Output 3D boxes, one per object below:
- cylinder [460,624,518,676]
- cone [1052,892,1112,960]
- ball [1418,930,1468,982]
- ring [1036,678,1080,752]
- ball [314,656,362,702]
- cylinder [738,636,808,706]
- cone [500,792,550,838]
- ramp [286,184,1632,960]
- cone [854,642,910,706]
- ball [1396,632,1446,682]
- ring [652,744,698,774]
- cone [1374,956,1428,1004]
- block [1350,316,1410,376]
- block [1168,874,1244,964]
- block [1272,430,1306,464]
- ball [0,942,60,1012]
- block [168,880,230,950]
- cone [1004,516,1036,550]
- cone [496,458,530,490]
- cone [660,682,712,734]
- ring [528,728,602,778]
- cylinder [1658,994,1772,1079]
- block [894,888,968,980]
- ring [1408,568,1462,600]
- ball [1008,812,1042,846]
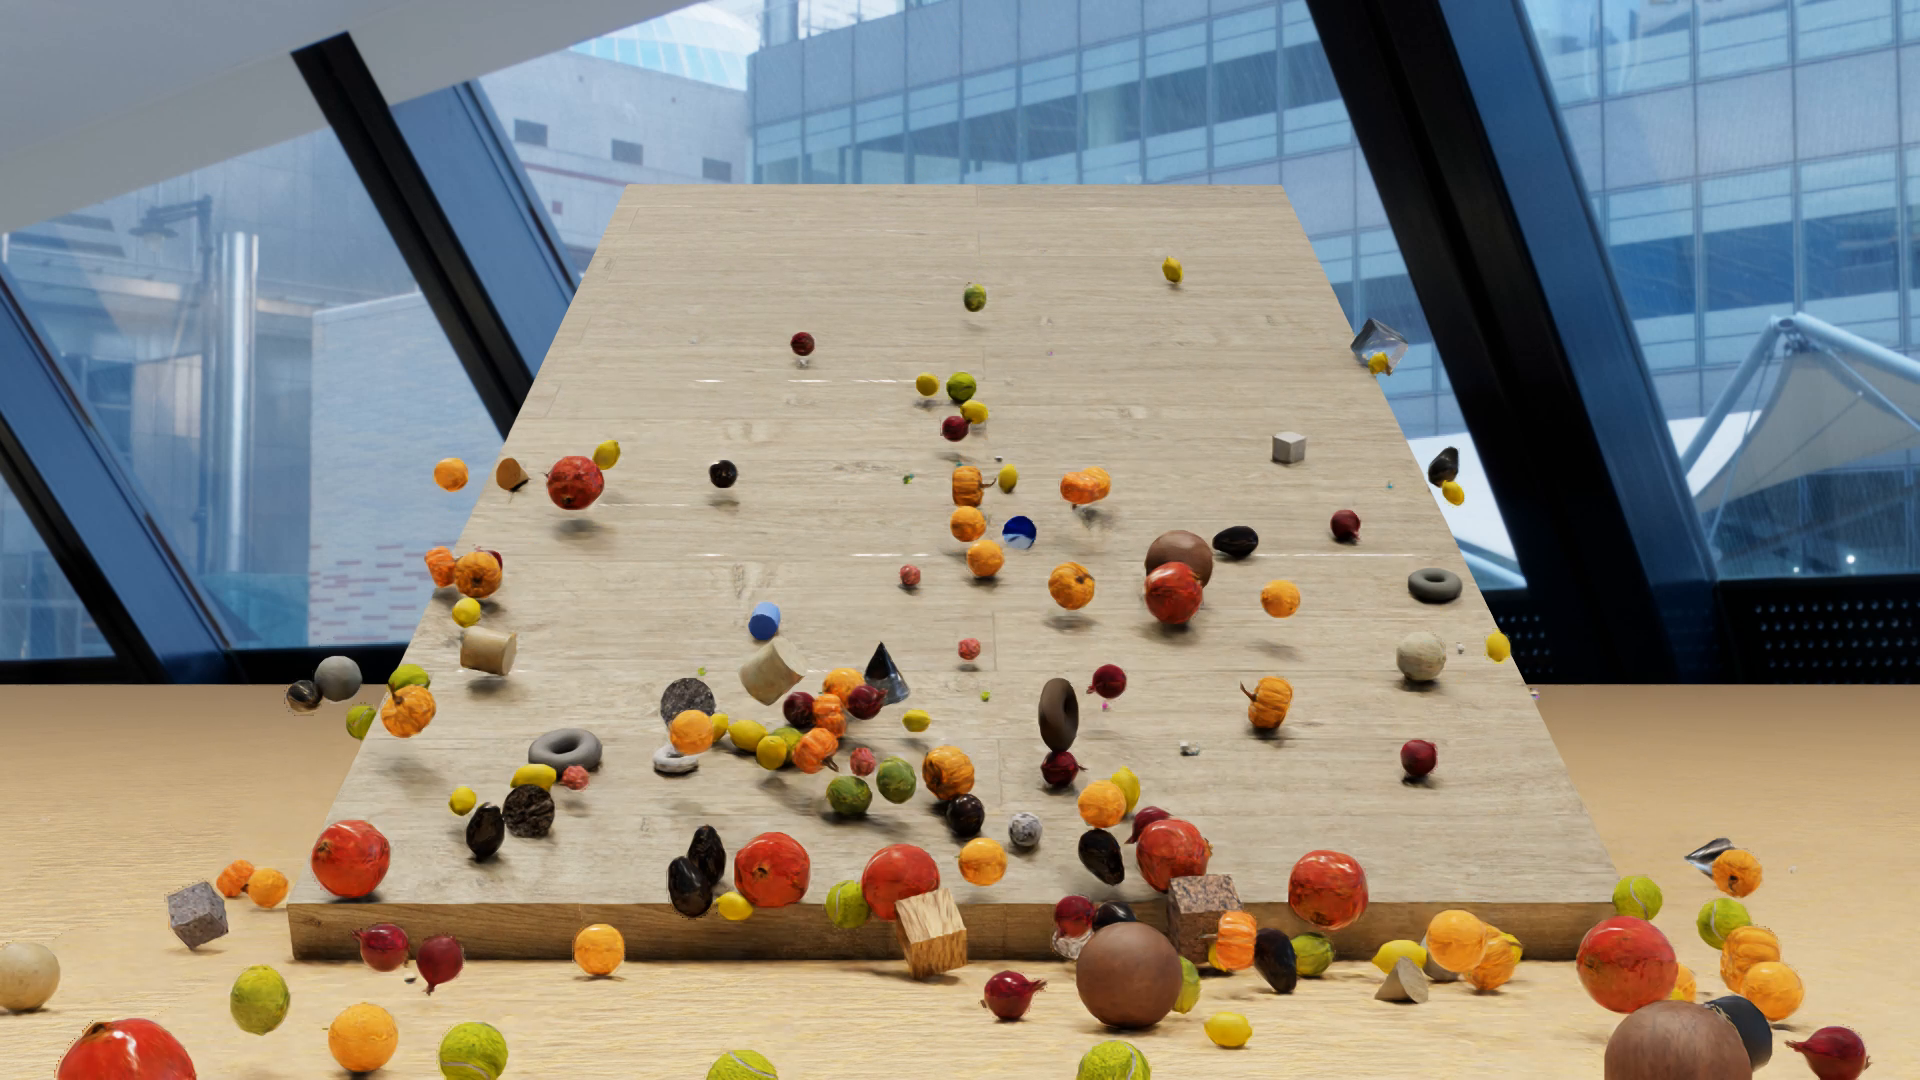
[{"bbox_3d":[-0.827,0.195,4.085,0.076,0.076,0.076,13,-2,6],"label":"cylinder"},{"bbox_3d":[0.177,0.543,3.351,0.087,0.087,0.087,0,26,0],"label":"cone"},{"bbox_3d":[0.675,0.581,3.252,0.070,0.070,0.070,0,-3,0],"label":"ball"},{"bbox_3d":[0.160,0.284,3.778,0.040,0.120,0.120,8,1,26],"label":"ring"},{"bbox_3d":[-1.104,0.245,4.128,0.082,0.082,0.082,0,-3,0],"label":"ball"},{"bbox_3d":[-0.313,0.219,3.898,0.084,0.084,0.084,-40,-17,16],"label":"cylinder"},{"bbox_3d":[-0.666,0.425,3.664,0.084,0.084,0.084,-1,12,16],"label":"cone"},{"bbox_3d":[-0.008,-0.228,5.304,2.000,0.100,4.000,0,24,0],"label":"ramp"},{"bbox_3d":[-0.136,0.220,4.049,0.100,0.100,0.100,0,24,0],"label":"cone"},{"bbox_3d":[0.812,0.206,4.103,0.087,0.087,0.087,0,-3,0],"label":"ball"},{"bbox_3d":[-0.468,0.359,3.827,0.077,0.026,0.077,-1,24,1],"label":"ring"},{"bbox_3d":[0.568,0.590,3.051,0.065,0.065,0.065,-34,-23,31],"label":"cone"},{"bbox_3d":[1.017,-0.469,5.638,0.089,0.089,0.089,25,22,-17],"label":"block"},{"bbox_3d":[0.352,0.545,3.347,0.089,0.089,0.089,-3,27,-5],"label":"block"},{"bbox_3d":[0.715,-0.201,5.060,0.051,0.051,0.051,-20,31,-37],"label":"block"},{"bbox_3d":[-1.191,0.555,2.958,0.088,0.088,0.088,0,-3,0],"label":"ball"},{"bbox_3d":[-1.180,0.581,3.603,0.063,0.063,0.063,-23,-41,-4],"label":"block"},{"bbox_3d":[0.125,-0.013,4.661,0.067,0.067,0.067,-1,-3,11],"label":"cone"},{"bbox_3d":[-0.934,-0.135,4.929,0.069,0.069,0.069,-2,-8,32],"label":"cone"},{"bbox_3d":[-0.452,0.284,3.976,0.097,0.097,0.097,-1,4,13],"label":"cone"},{"bbox_3d":[-0.650,0.350,3.827,0.123,0.041,0.123,-3,25,2],"label":"ring"},{"bbox_3d":[0.756,0.503,2.330,0.078,0.078,0.078,-11,3,-32],"label":"cylinder"},{"bbox_3d":[-0.041,0.553,3.268,0.080,0.080,0.080,-13,43,-12],"label":"block"},{"bbox_3d":[0.907,0.085,4.441,0.104,0.035,0.104,0,23,0],"label":"ring"},{"bbox_3d":[0.101,0.447,3.597,0.054,0.054,0.054,0,-3,0],"label":"ball"}]
